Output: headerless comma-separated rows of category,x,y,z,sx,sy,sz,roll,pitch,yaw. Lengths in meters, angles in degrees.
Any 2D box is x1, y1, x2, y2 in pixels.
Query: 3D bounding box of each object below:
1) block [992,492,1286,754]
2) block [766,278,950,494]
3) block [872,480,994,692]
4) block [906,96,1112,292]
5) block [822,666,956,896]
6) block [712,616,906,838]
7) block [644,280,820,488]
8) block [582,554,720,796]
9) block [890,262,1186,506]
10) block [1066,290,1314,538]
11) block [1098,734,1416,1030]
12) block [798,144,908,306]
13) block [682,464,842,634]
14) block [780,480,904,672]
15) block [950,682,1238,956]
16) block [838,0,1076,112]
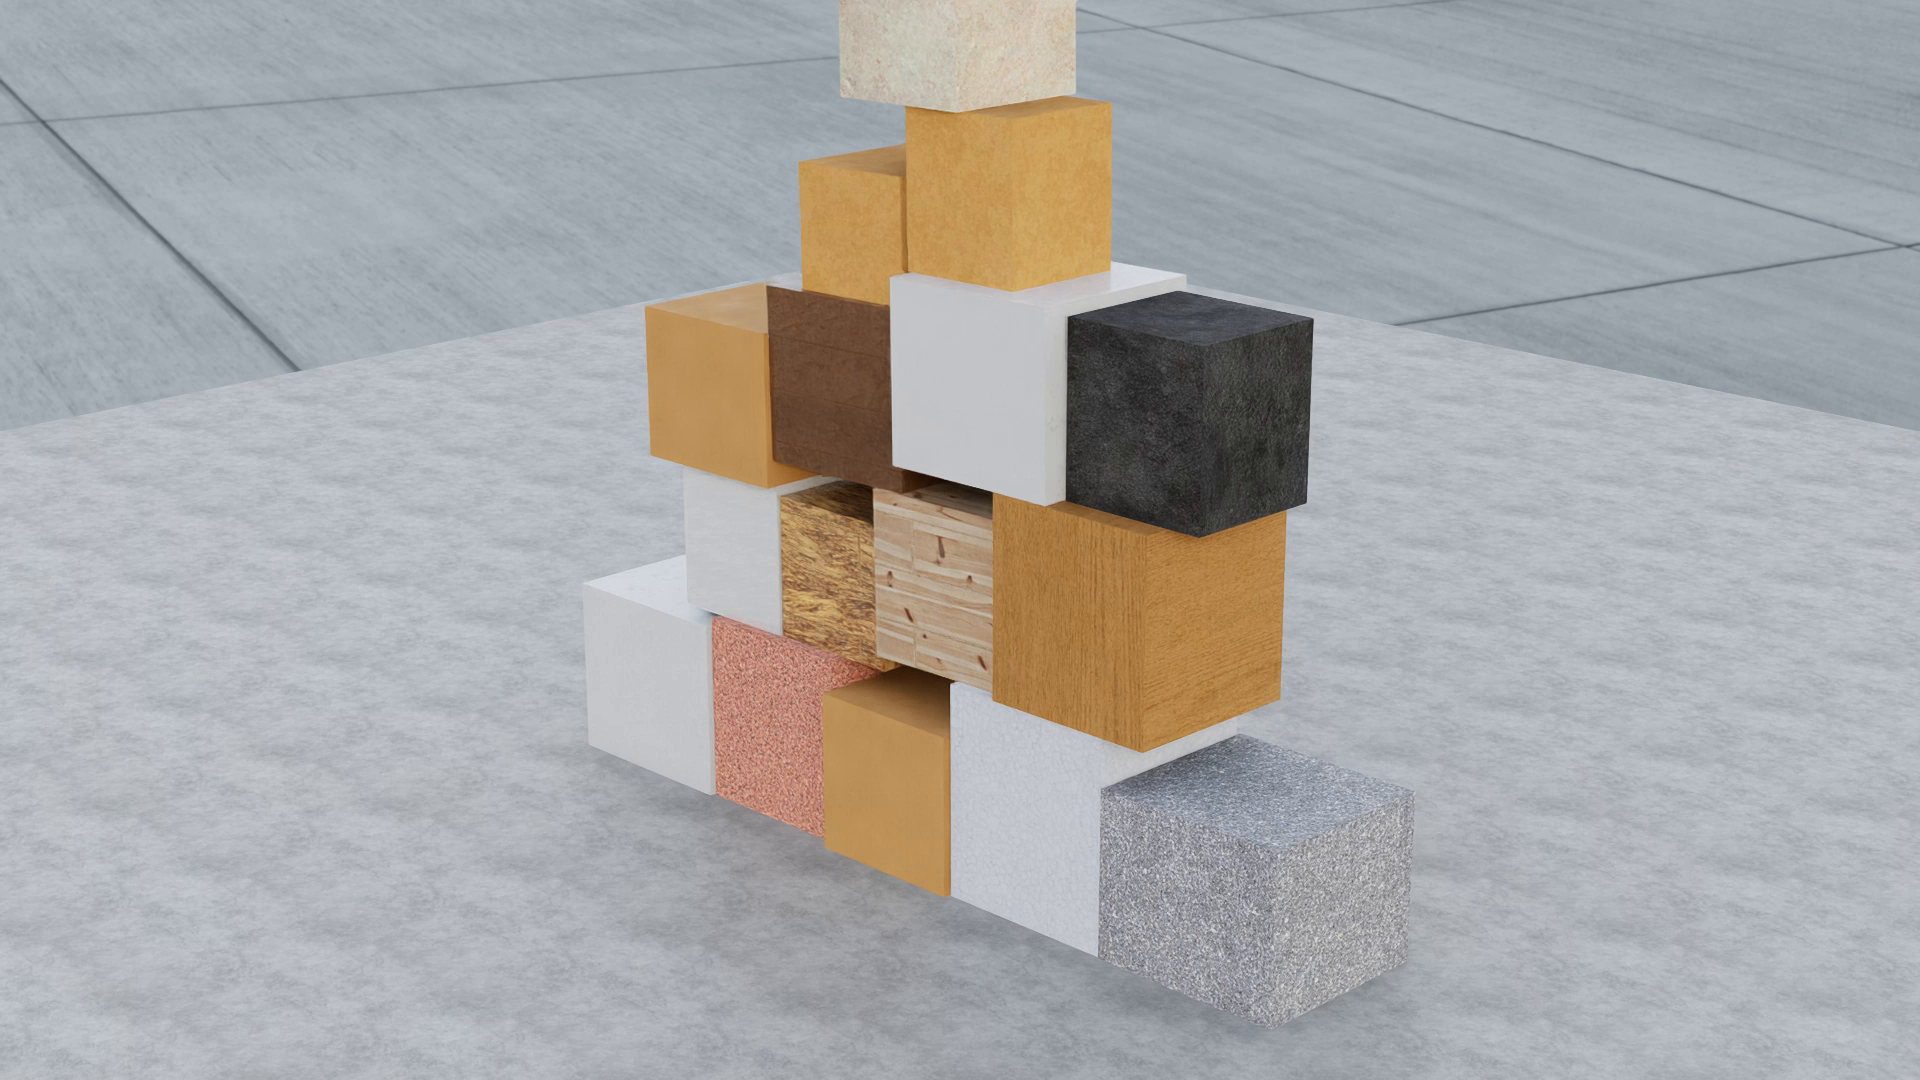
block,0.767,0.246,12.597,0.899,0.943,0.871,-17,24,-42
block,-0.300,-0.762,13.422,0.759,0.829,0.864,-17,23,-42
block,0.180,0.138,13.205,0.803,0.789,0.788,-17,23,-42
block,0.211,-1.517,12.624,0.614,0.728,0.634,-17,23,-42
block,-0.029,1.062,13.681,0.917,0.771,0.794,-17,24,-42
block,-0.602,0.814,14.233,0.831,0.912,0.846,-17,24,-42
block,-0.910,-0.761,14.056,0.852,0.738,0.813,16,23,43
block,-1.262,0.644,14.840,0.843,0.872,0.960,-17,24,-42
block,0.339,-0.733,12.741,0.888,0.843,0.917,-17,23,-42
block,0.950,-0.538,12.194,0.692,0.795,0.736,-17,24,-42
block,1.257,1.430,12.485,0.919,0.785,0.954,-17,24,-42
block,-0.246,-1.420,13.163,0.677,0.578,0.649,-17,23,-42
block,-0.852,-0.041,14.209,0.682,0.732,0.679,-17,23,-42
block,-0.346,0.125,13.755,0.689,0.689,0.695,-17,24,-42
block,0.593,1.121,13.081,0.896,1.018,0.900,-17,24,-42
block,-0.012,-2.237,12.668,0.732,0.629,0.714,-17,23,-42
